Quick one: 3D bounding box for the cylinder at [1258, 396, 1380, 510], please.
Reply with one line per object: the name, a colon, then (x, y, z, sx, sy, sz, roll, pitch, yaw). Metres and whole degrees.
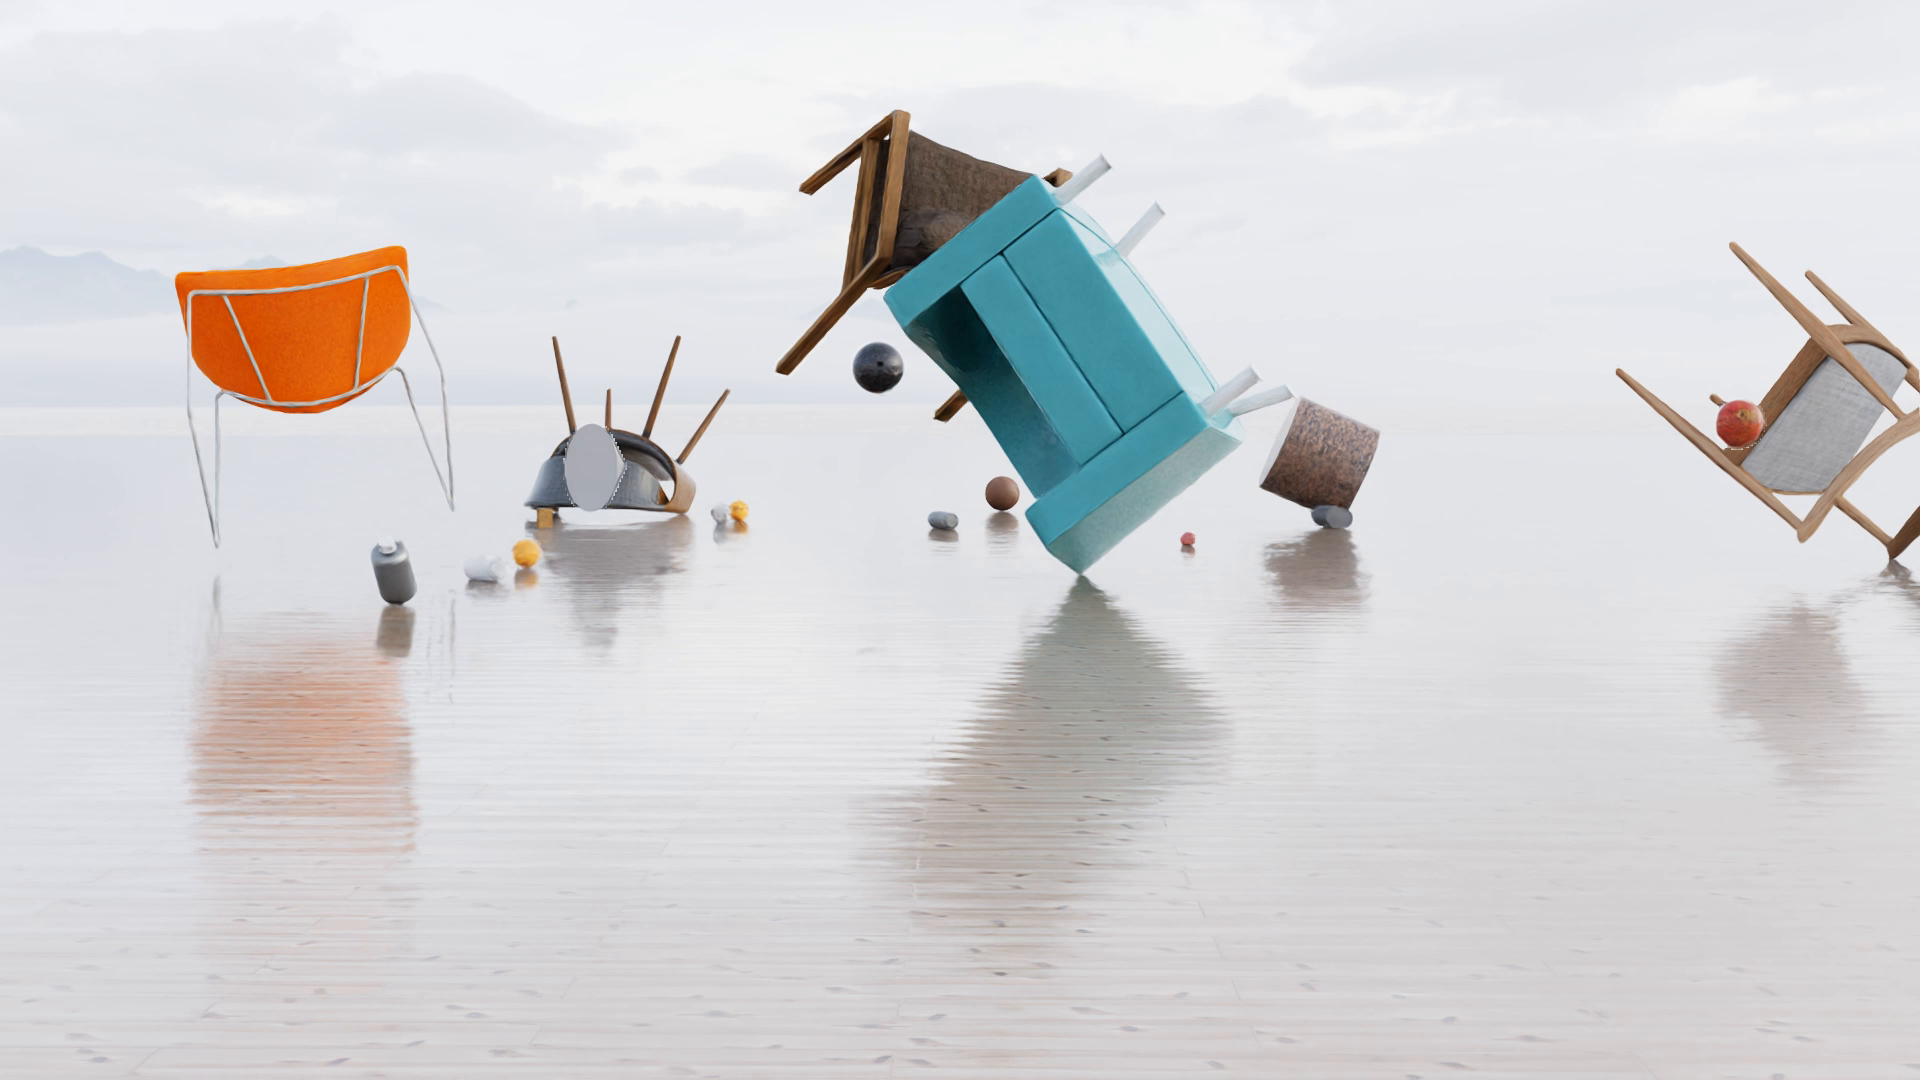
cylinder: (1.208, -0.273, 7.404, 0.290, 0.338, 0.358, 24, -9, 2)

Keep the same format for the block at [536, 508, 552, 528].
block: (-1.342, -0.070, 7.099, 0.045, 0.064, 0.029, -2, 5, -32)

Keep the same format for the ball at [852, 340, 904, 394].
ball: (-0.284, -0.600, 7.633, 0.182, 0.182, 0.182, 0, 4, 0)

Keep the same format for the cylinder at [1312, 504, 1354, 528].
cylinder: (1.202, -0.074, 7.104, 0.102, 0.069, 0.093, 14, 2, -24)

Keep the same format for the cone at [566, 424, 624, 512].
cone: (-0.999, -0.208, 6.243, 0.170, 0.249, 0.175, 6, 6, 23)
